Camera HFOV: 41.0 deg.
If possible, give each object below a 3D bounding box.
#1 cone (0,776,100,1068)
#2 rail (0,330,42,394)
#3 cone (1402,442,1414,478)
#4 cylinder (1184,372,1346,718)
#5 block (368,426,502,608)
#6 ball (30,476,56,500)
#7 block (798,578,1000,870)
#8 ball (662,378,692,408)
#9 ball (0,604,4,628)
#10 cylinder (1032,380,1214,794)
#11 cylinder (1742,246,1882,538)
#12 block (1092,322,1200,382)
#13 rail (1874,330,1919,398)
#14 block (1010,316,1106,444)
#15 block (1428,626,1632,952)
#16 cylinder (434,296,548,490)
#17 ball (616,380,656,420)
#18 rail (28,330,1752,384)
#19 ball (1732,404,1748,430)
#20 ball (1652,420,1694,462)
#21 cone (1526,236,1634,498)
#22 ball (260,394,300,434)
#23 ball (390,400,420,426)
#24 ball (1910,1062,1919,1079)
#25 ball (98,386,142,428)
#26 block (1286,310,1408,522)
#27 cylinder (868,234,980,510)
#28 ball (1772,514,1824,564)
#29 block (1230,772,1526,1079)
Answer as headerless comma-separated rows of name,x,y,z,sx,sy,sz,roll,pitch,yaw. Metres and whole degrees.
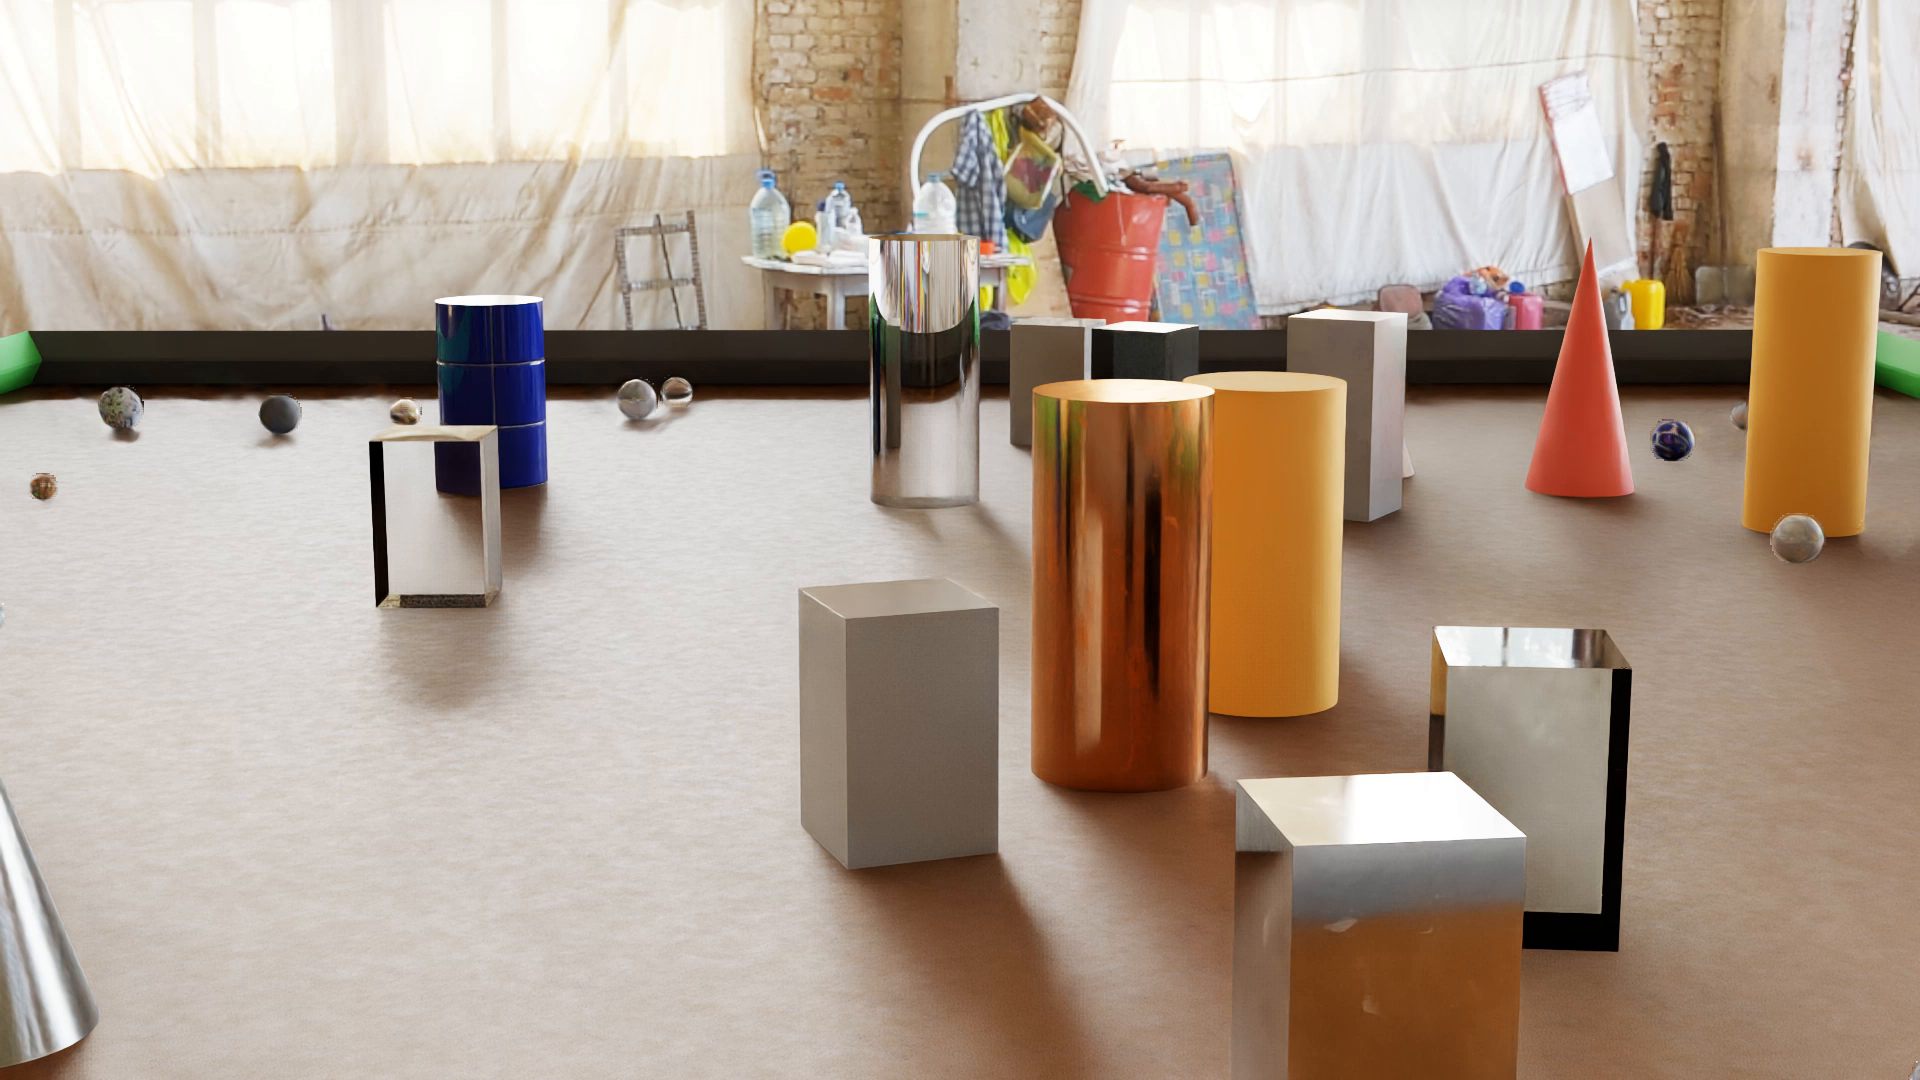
cone,-0.752,0.224,1.927,0.184,0.302,0.184,0,11,0
rail,-2.082,0.033,3.438,0.045,0.120,4.886,0,11,0
cone,0.721,-0.260,4.572,0.184,0.281,0.184,0,11,0
cylinder,0.345,0.001,2.938,0.184,0.368,0.184,0,11,0
block,-0.714,-0.033,3.506,0.147,0.227,0.147,0,11,-1
ball,-1.535,-0.087,4.296,0.042,0.042,0.042,0,11,0
block,-0.059,0.168,2.411,0.147,0.234,0.147,-4,11,-20
ball,-0.600,-0.312,5.436,0.066,0.066,0.066,0,11,0
ball,-1.249,0.098,3.275,0.054,0.054,0.054,0,11,0
cylinder,0.166,0.043,2.636,0.184,0.397,0.184,0,11,0
cylinder,1.333,-0.235,4.018,0.184,0.434,0.184,0,11,0
block,0.339,-0.267,4.702,0.147,0.247,0.147,6,12,29
rail,2.082,0.029,3.461,0.045,0.120,4.886,0,11,0
block,0.189,-0.307,4.957,0.147,0.231,0.147,4,11,19
block,0.479,0.208,2.180,0.147,0.240,0.147,1,11,5
cylinder,-0.815,-0.259,4.466,0.184,0.317,0.184,0,11,0
ball,-0.663,-0.288,5.260,0.081,0.081,0.081,0,11,0
rail,-0.014,-0.414,5.828,4.212,0.120,0.045,0,11,0
ball,1.563,-0.245,5.112,0.052,0.052,0.052,0,11,0
ball,1.310,-0.182,4.716,0.075,0.075,0.075,0,11,0
cone,1.068,-0.303,4.382,0.184,0.434,0.184,0,11,0
ball,-1.341,-0.247,5.055,0.078,0.078,0.078,0,11,0
ball,-1.106,-0.250,5.120,0.060,0.060,0.060,0,11,0
ball,0.676,0.374,1.697,0.092,0.092,0.092,0,11,0
ball,-1.680,-0.265,5.131,0.084,0.084,0.084,0,11,0
block,0.626,-0.205,4.168,0.147,0.321,0.147,6,12,29
cylinder,-0.059,-0.283,4.267,0.184,0.438,0.184,0,11,0
ball,1.228,-0.001,3.758,0.071,0.071,0.071,0,11,0
block,0.267,0.297,1.667,0.147,0.255,0.147,-1,11,-7
